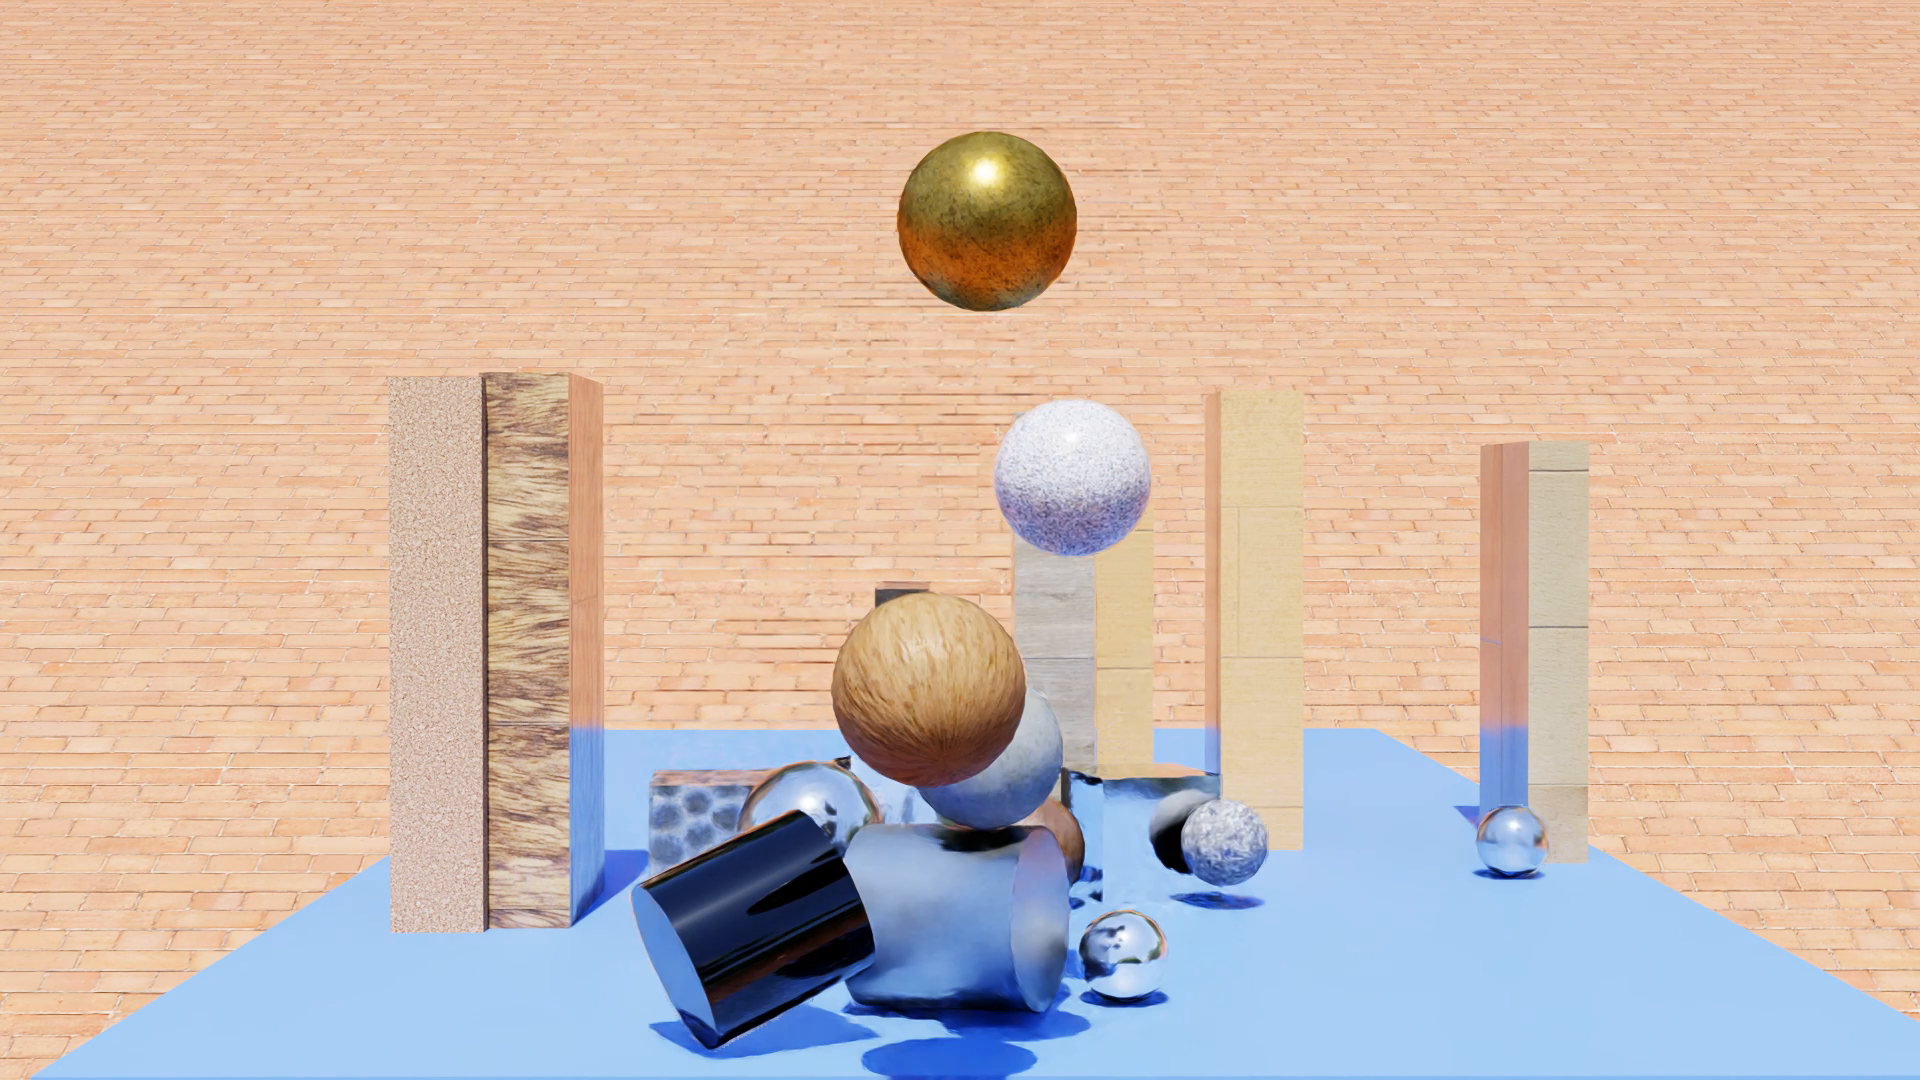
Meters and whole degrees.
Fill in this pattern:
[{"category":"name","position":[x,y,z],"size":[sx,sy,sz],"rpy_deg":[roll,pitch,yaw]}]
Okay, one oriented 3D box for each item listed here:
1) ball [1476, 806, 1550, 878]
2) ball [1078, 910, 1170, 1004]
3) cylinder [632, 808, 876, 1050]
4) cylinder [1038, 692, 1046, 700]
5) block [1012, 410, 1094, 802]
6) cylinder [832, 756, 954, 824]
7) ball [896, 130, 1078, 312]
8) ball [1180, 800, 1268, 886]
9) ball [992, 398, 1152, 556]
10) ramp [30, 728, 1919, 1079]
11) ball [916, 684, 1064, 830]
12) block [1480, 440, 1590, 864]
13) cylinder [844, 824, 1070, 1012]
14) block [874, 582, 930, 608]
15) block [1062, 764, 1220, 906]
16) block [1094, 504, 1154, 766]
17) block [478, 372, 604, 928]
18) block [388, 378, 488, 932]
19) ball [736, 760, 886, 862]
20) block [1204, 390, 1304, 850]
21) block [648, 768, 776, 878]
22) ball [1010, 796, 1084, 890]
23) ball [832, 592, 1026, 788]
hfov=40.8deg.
[{"category":"ball","position":[0.851,0.464,3.978],"size":[0.111,0.111,0.111],"rpy_deg":[0,28,0]},{"category":"ball","position":[0.189,0.480,2.981],"size":[0.107,0.107,0.107],"rpy_deg":[0,28,0]},{"category":"cylinder","position":[-0.221,0.412,2.748],"size":[0.190,0.190,0.190],"rpy_deg":[-25,35,-21]},{"category":"cylinder","position":[0.048,0.293,3.840],"size":[0.143,0.143,0.143],"rpy_deg":[3,27,-6]},{"category":"block","position":[0.164,0.142,4.623],"size":[0.136,0.736,0.311],"rpy_deg":[0,1,0]},{"category":"cylinder","position":[-0.081,0.405,3.465],"size":[0.202,0.202,0.202],"rpy_deg":[5,-12,1]},{"category":"ball","position":[0.025,-0.290,2.354],"size":[0.164,0.164,0.164],"rpy_deg":[0,28,0]},{"category":"ball","position":[0.376,0.432,3.680],"size":[0.124,0.124,0.124],"rpy_deg":[0,28,0]},{"category":"ball","position":[0.125,-0.069,2.865],"size":[0.177,0.177,0.177],"rpy_deg":[0,28,0]},{"category":"ramp","position":[0.062,0.561,4.599],"size":[2.000,0.100,4.000],"rpy_deg":[0,1,0]},{"category":"ball","position":[0.028,0.235,2.887],"size":[0.175,0.175,0.175],"rpy_deg":[0,28,0]},{"category":"block","position":[0.956,0.177,4.317],"size":[0.096,0.675,0.384],"rpy_deg":[0,1,0]},{"category":"cylinder","position":[-0.006,0.427,2.931],"size":[0.207,0.207,0.207],"rpy_deg":[-2,26,20]},{"category":"block","position":[-0.096,0.295,4.426],"size":[0.089,0.436,0.374],"rpy_deg":[0,1,0]},{"category":"block","position":[0.265,0.431,3.807],"size":[0.182,0.182,0.182],"rpy_deg":[0,1,-17]},{"category":"block","position":[0.298,0.220,4.812],"size":[0.103,0.574,0.283],"rpy_deg":[0,1,0]},{"category":"block","position":[-0.590,0.147,3.669],"size":[0.121,0.754,0.348],"rpy_deg":[0,1,0]},{"category":"block","position":[-0.703,0.152,3.628],"size":[0.124,0.745,0.332],"rpy_deg":[0,1,0]},{"category":"ball","position":[-0.188,0.376,3.280],"size":[0.192,0.192,0.192],"rpy_deg":[0,28,0]},{"category":"block","position":[0.501,0.132,4.420],"size":[0.136,0.763,0.275],"rpy_deg":[0,1,0]},{"category":"block","position":[-0.315,0.424,3.509],"size":[0.205,0.205,0.205],"rpy_deg":[0,1,-4]},{"category":"ball","position":[0.094,0.440,3.671],"size":[0.167,0.167,0.167],"rpy_deg":[0,28,0]},{"category":"ball","position":[-0.029,0.141,2.436],"size":[0.184,0.184,0.184],"rpy_deg":[0,28,0]}]
